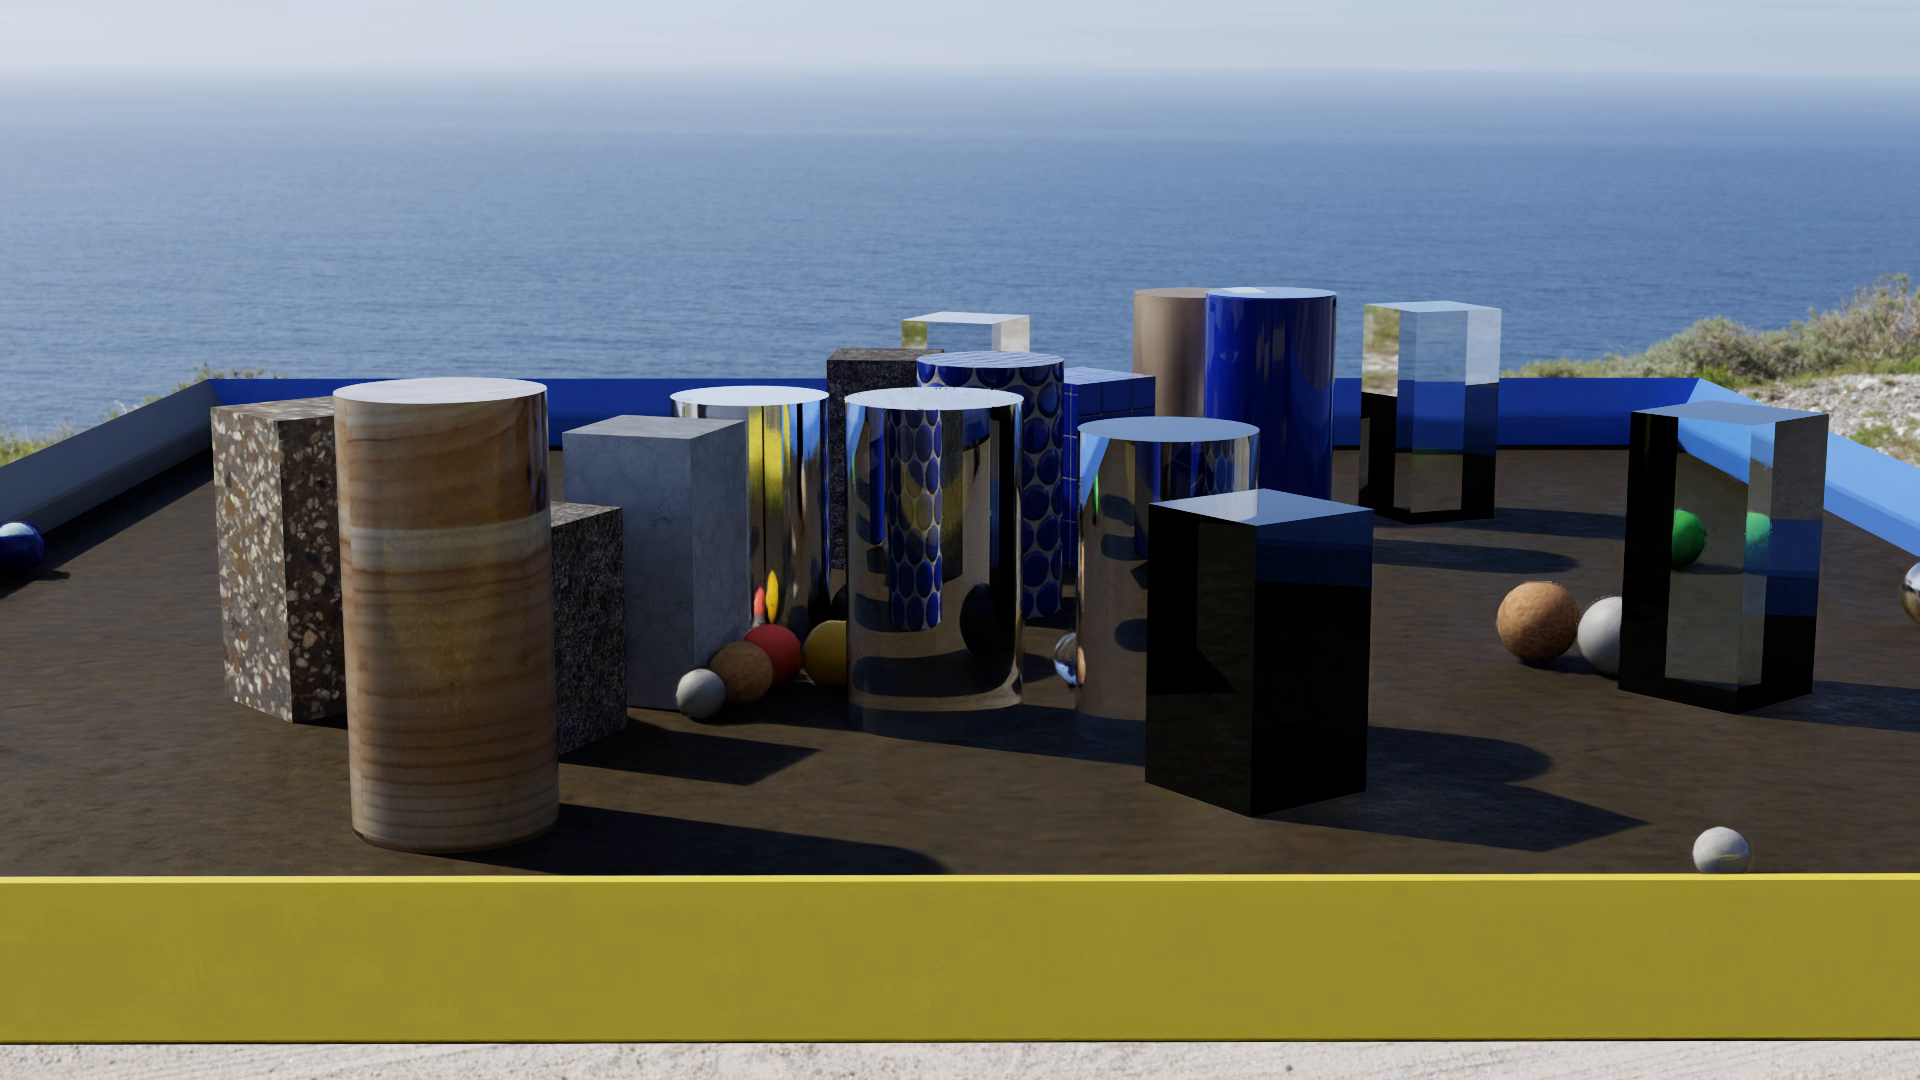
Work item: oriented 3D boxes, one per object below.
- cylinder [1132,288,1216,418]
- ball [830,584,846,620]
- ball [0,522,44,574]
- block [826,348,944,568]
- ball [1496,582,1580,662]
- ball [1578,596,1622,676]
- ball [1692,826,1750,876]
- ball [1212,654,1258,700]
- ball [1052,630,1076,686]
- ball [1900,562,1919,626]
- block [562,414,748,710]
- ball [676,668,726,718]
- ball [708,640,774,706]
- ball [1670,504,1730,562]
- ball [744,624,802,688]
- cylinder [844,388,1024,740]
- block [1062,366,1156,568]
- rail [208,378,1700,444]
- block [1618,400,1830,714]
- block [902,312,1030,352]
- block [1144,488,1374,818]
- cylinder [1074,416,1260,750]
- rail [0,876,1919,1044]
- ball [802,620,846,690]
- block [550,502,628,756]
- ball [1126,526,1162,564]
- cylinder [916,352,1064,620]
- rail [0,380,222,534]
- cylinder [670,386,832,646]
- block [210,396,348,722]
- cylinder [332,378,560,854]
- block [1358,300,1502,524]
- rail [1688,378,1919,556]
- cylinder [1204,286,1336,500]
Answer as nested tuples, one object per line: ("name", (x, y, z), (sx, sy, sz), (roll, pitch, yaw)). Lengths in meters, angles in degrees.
("cylinder", (0.387, -0.236, 4.287), (0.199, 0.355, 0.199), (0, 10, 0))
("ball", (-0.118, 0.092, 3.238), (0.092, 0.092, 0.092), (0, 10, 0))
("ball", (-1.366, 0.012, 3.715), (0.076, 0.076, 0.076), (0, 10, 0))
("block", (-0.109, -0.123, 3.810), (0.159, 0.307, 0.159), (1, 11, 4))
("ball", (0.714, 0.101, 3.169), (0.099, 0.099, 0.099), (0, 10, 0))
("ball", (0.795, 0.116, 3.100), (0.095, 0.095, 0.095), (0, 10, 0))
("ball", (0.687, 0.284, 2.316), (0.050, 0.050, 0.050), (0, 10, 0))
("ball", (0.319, 0.159, 2.981), (0.054, 0.054, 0.054), (0, 10, 0))
("ball", (0.144, 0.140, 3.049), (0.068, 0.068, 0.068), (0, 10, 0))
("ball", (1.275, 0.071, 3.337), (0.098, 0.098, 0.098), (0, 10, 0))
("block", (-0.353, 0.023, 3.001), (0.159, 0.314, 0.159), (3, 11, 18))
("ball", (-0.292, 0.173, 2.898), (0.056, 0.056, 0.056), (0, 10, 0))
("ball", (-0.252, 0.153, 2.955), (0.075, 0.075, 0.075), (0, 10, 0))
("ball", (1.099, -0.010, 3.807), (0.085, 0.085, 0.085), (0, 10, 0))
("ball", (-0.224, 0.137, 3.039), (0.076, 0.076, 0.076), (0, 10, 0))
("cylinder", (-0.029, 0.022, 2.868), (0.199, 0.364, 0.199), (0, 10, 0))
("block", (0.178, -0.111, 3.842), (0.159, 0.272, 0.159), (-9, 14, -40))
("rail", (-0.009, -0.245, 4.950), (2.888, 0.129, 0.045), (0, 10, 0))
("block", (0.890, 0.015, 2.994), (0.159, 0.331, 0.159), (-9, 14, -40))
("block", (0.010, -0.206, 4.221), (0.159, 0.320, 0.159), (5, 11, 24))
("block", (0.301, 0.109, 2.599), (0.159, 0.291, 0.159), (-8, 13, -36))
("cylinder", (0.227, 0.044, 2.827), (0.199, 0.336, 0.199), (0, 10, 0))
("rail", (0.009, 0.311, 1.948), (2.888, 0.129, 0.045), (0, 10, 0))
("ball", (-0.146, 0.135, 3.029), (0.083, 0.083, 0.083), (0, 10, 0))
("block", (-0.477, 0.093, 2.802), (0.159, 0.248, 0.159), (5, 12, 25))
("ball", (0.273, 0.007, 3.801), (0.054, 0.054, 0.054), (0, 10, 0))
("cylinder", (0.041, -0.076, 3.471), (0.199, 0.338, 0.199), (0, 10, 0))
("rail", (-1.420, 0.035, 3.441), (0.045, 0.129, 3.100), (0, 10, 0))
("cylinder", (-0.263, -0.024, 3.237), (0.199, 0.320, 0.199), (0, 10, 0))
("block", (-0.744, 0.017, 2.958), (0.159, 0.341, 0.159), (-9, 14, -42))
("cylinder", (-0.490, 0.067, 2.460), (0.199, 0.424, 0.199), (0, 10, 0))
("block", (0.766, -0.211, 4.191), (0.159, 0.341, 0.159), (-4, 11, -22))
("rail", (1.420, 0.032, 3.457), (0.045, 0.129, 3.100), (0, 10, 0))
("cylinder", (0.473, -0.186, 3.933), (0.199, 0.386, 0.199), (0, 10, 0))
